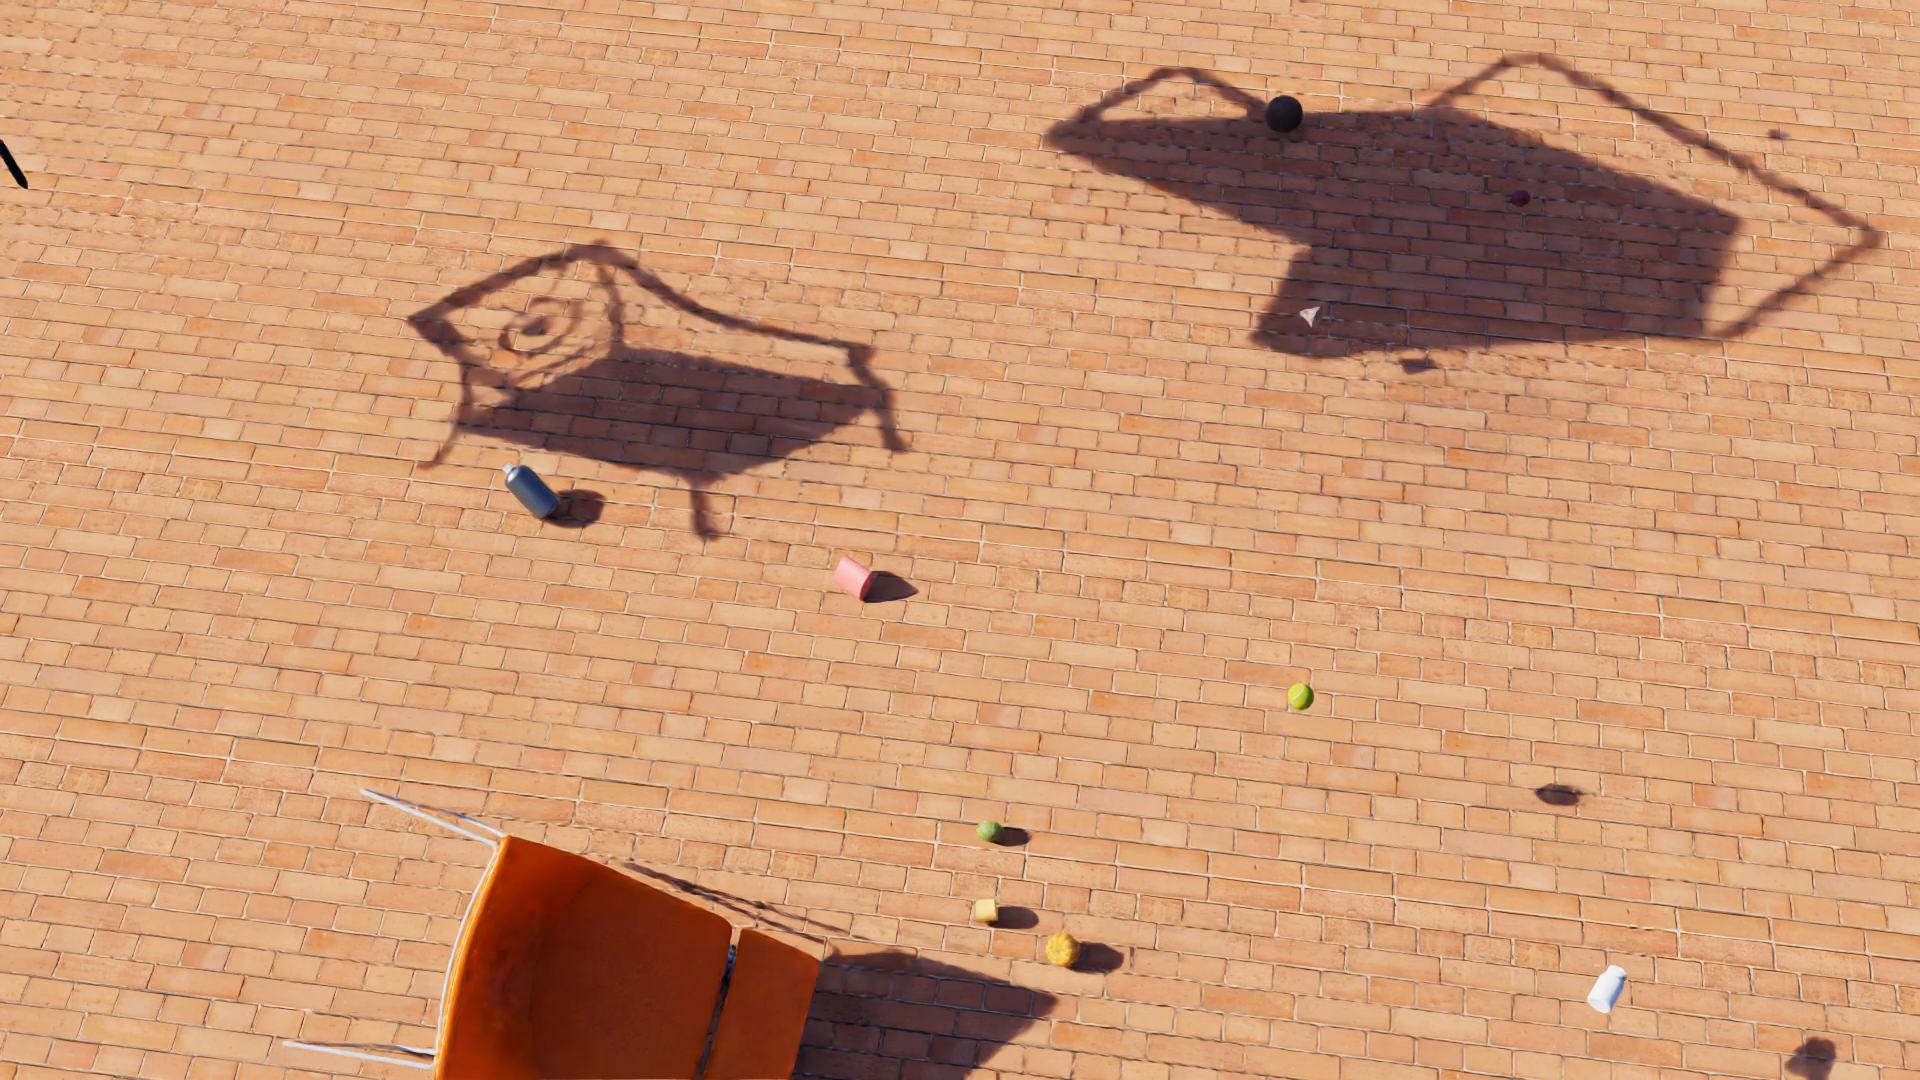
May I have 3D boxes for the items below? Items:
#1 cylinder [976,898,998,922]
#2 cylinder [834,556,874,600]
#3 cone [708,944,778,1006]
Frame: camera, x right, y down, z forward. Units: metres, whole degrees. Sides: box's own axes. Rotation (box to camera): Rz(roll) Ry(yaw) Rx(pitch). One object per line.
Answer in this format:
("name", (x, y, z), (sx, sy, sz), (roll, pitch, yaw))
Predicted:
("cylinder", (0.071, 0.988, 5.865), (0.050, 0.074, 0.060), (-6, 87, 5))
("cylinder", (-0.312, 0.110, 6.446), (0.097, 0.099, 0.051), (34, 32, 20))
("cone", (-0.589, 1.160, 5.714), (0.194, 0.232, 0.121), (24, 101, -2))
